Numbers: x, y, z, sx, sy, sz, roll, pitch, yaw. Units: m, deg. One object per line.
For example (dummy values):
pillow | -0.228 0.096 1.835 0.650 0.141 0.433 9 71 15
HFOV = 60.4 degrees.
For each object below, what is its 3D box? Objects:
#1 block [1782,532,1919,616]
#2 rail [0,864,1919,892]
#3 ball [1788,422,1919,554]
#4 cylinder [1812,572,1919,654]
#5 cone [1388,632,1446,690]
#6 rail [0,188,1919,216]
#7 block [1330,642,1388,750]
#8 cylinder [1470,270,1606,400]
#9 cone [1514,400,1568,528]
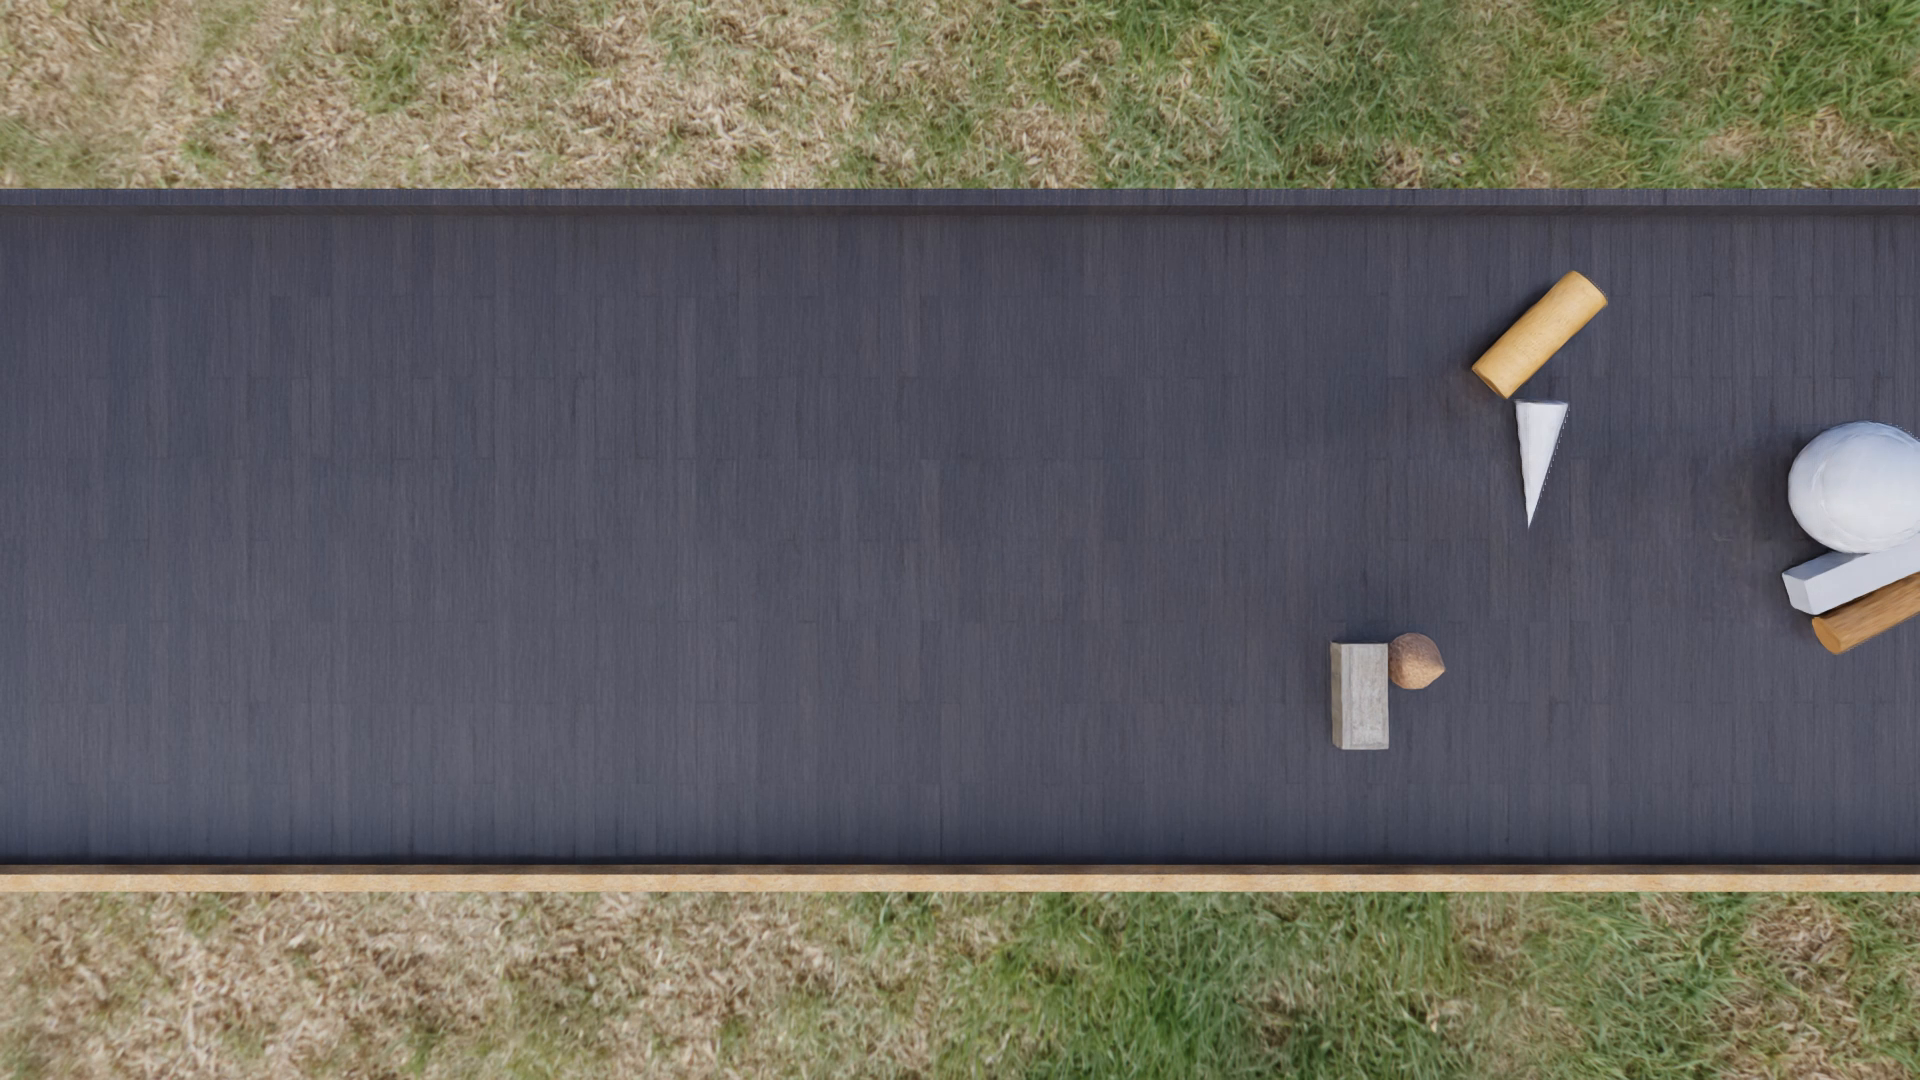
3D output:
block | 2.731 0.084 5.007 0.409 0.117 0.117 -23 103 0
rail | -2.247 1.025 5.001 12.000 0.150 0.050 0 90 0
ball | 2.667 -0.155 4.880 0.393 0.393 0.393 0 90 0
cylinder | 2.788 0.210 5.014 0.344 0.125 0.125 -27 90 0
cone | 1.394 0.374 4.902 0.175 0.348 0.175 0 90 0
rail | -2.247 -1.025 5.002 12.000 0.150 0.050 0 90 0
block | 1.213 0.470 5.008 0.137 0.137 0.315 -1 90 0
cylinder | 1.742 -0.617 4.969 0.147 0.147 0.400 44 100 0
cone | 1.757 -0.228 5.038 0.155 0.155 0.389 2 101 0
